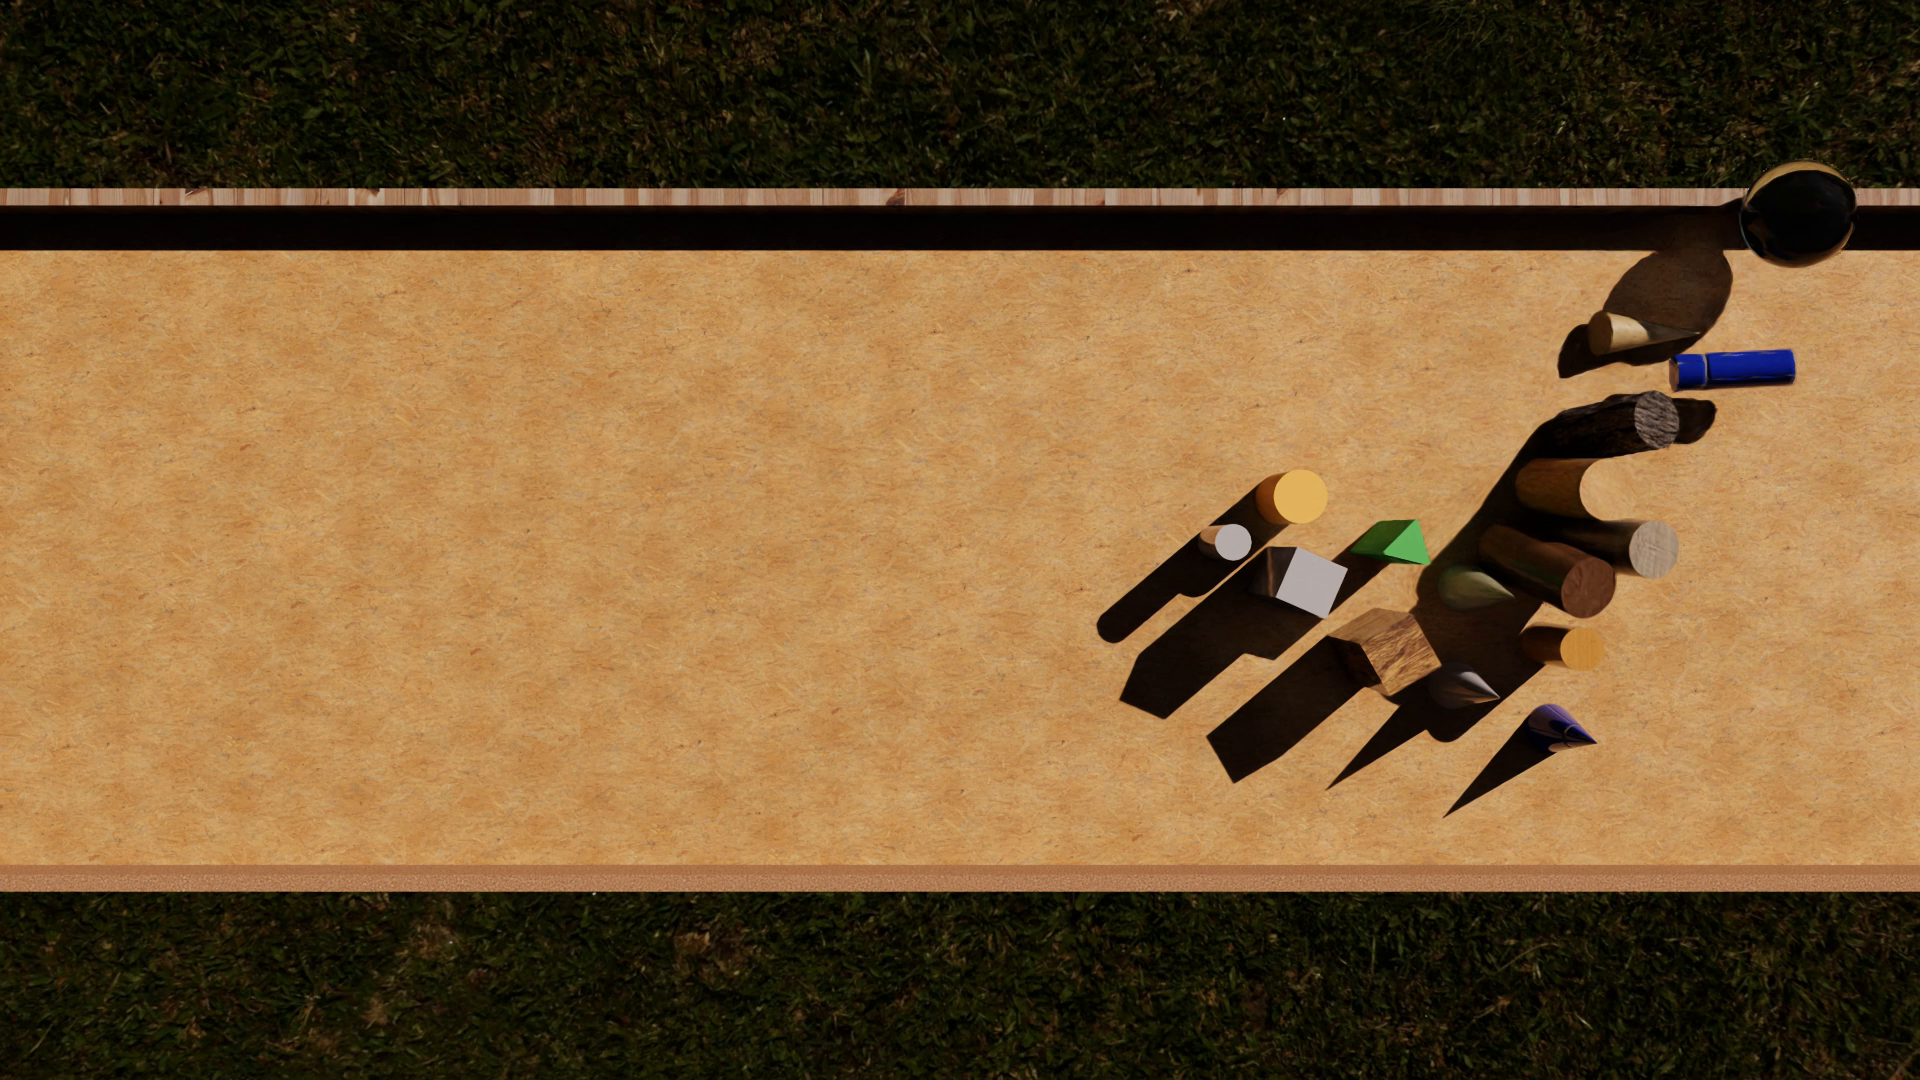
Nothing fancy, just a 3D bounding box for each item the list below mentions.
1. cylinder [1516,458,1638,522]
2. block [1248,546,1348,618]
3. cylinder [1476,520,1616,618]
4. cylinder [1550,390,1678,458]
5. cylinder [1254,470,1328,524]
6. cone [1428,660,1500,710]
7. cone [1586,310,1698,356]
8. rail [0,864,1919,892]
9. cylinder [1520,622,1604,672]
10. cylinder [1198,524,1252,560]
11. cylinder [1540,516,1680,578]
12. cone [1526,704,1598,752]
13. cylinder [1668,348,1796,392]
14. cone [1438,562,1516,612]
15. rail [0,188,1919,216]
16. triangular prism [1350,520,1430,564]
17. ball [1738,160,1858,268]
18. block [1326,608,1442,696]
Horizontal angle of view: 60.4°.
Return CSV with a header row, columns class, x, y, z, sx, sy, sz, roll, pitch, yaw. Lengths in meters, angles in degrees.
class,x,y,z,sx,sy,sz,roll,pitch,yaw
cylinder,1.817,-0.154,4.875,0.180,0.380,0.180,0,93,-9
block,0.986,0.121,4.850,0.154,0.454,0.154,23,90,0
cylinder,1.716,0.080,4.848,0.179,0.420,0.179,-5,107,-15
cylinder,1.935,-0.331,4.889,0.168,0.335,0.168,2,84,-23
cylinder,0.986,-0.126,4.923,0.156,0.307,0.156,0,90,0
cone,1.516,0.443,4.849,0.154,0.455,0.154,0,90,0
cone,2.115,-0.631,5.043,0.352,0.135,0.135,-1,90,-11
rail,-2.247,1.025,5.001,12.000,0.150,0.050,0,90,0
cylinder,1.789,0.315,4.909,0.127,0.335,0.127,0,90,0
cylinder,0.782,0.006,4.899,0.104,0.355,0.104,0,90,0
cylinder,1.897,0.014,4.847,0.164,0.431,0.164,-1,94,-15
cone,1.815,0.579,4.885,0.152,0.384,0.152,0,90,0
cylinder,2.290,-0.504,4.897,0.324,0.109,0.109,-2,90,9
cone,1.553,0.153,4.844,0.157,0.457,0.157,0,92,-1
rail,-2.247,-1.025,5.002,12.000,0.150,0.050,0,90,0
triangular prism,1.278,-0.003,4.871,0.133,0.410,0.115,14,90,0
ball,2.429,-0.943,4.783,0.308,0.308,0.308,0,90,0
block,1.244,0.324,4.864,0.170,0.425,0.170,-30,90,0
